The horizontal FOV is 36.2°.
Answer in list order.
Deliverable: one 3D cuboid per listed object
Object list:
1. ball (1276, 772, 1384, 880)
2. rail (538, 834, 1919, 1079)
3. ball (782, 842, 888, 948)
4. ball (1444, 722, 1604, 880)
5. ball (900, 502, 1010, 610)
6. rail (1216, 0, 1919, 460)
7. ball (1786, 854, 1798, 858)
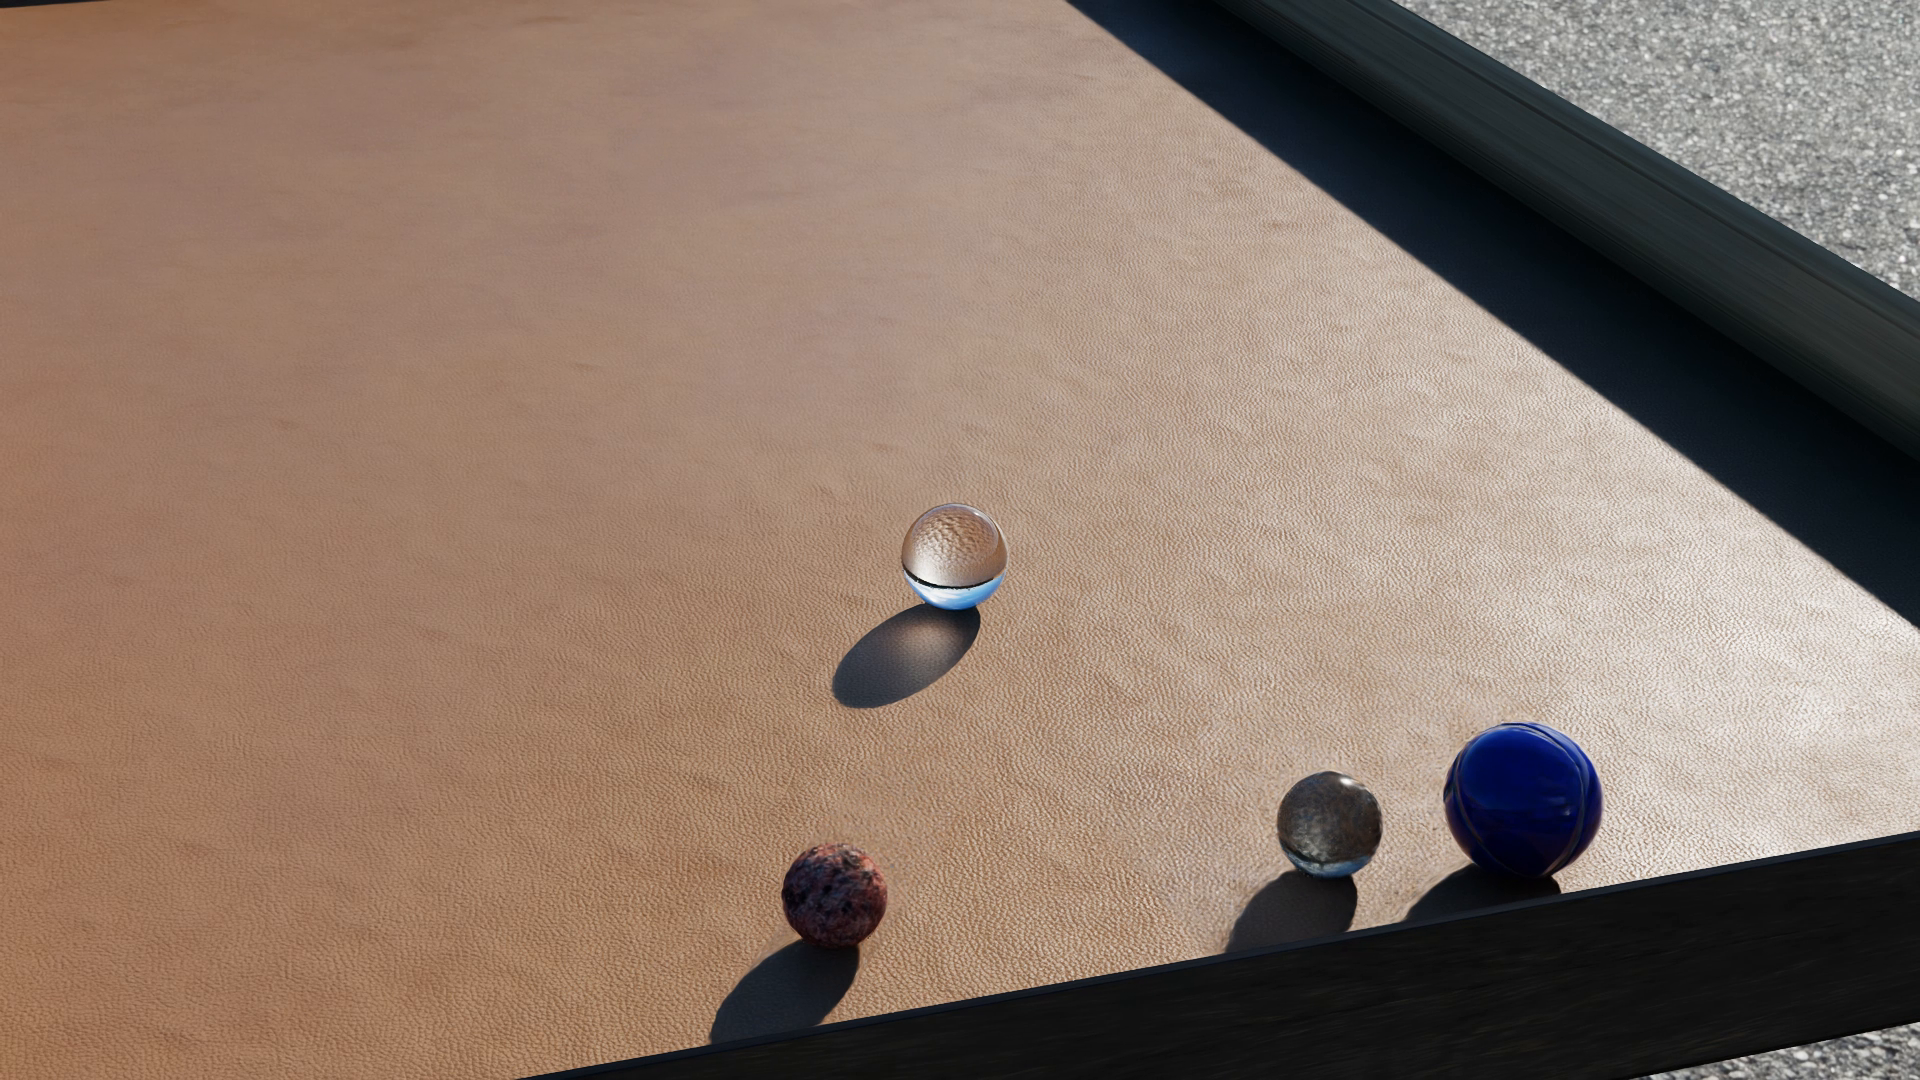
[{"bbox_3d":[0.215,0.166,1.713,0.062,0.062,0.062,0,25,0],"label":"ball"},{"bbox_3d":[0.196,0.237,1.491,1.546,0.119,0.045,-8,26,-16],"label":"rail"},{"bbox_3d":[-0.070,0.199,1.646,0.059,0.059,0.059,0,25,0],"label":"ball"},{"bbox_3d":[0.327,0.151,1.710,0.092,0.092,0.092,0,25,0],"label":"ball"},{"bbox_3d":[-0.003,0.012,2.030,0.075,0.075,0.075,0,25,0],"label":"ball"},{"bbox_3d":[0.512,-0.394,2.844,0.045,0.119,2.708,-8,26,-16],"label":"rail"},{"bbox_3d":[0.467,0.206,1.623,0.065,0.065,0.065,0,25,0],"label":"ball"}]
